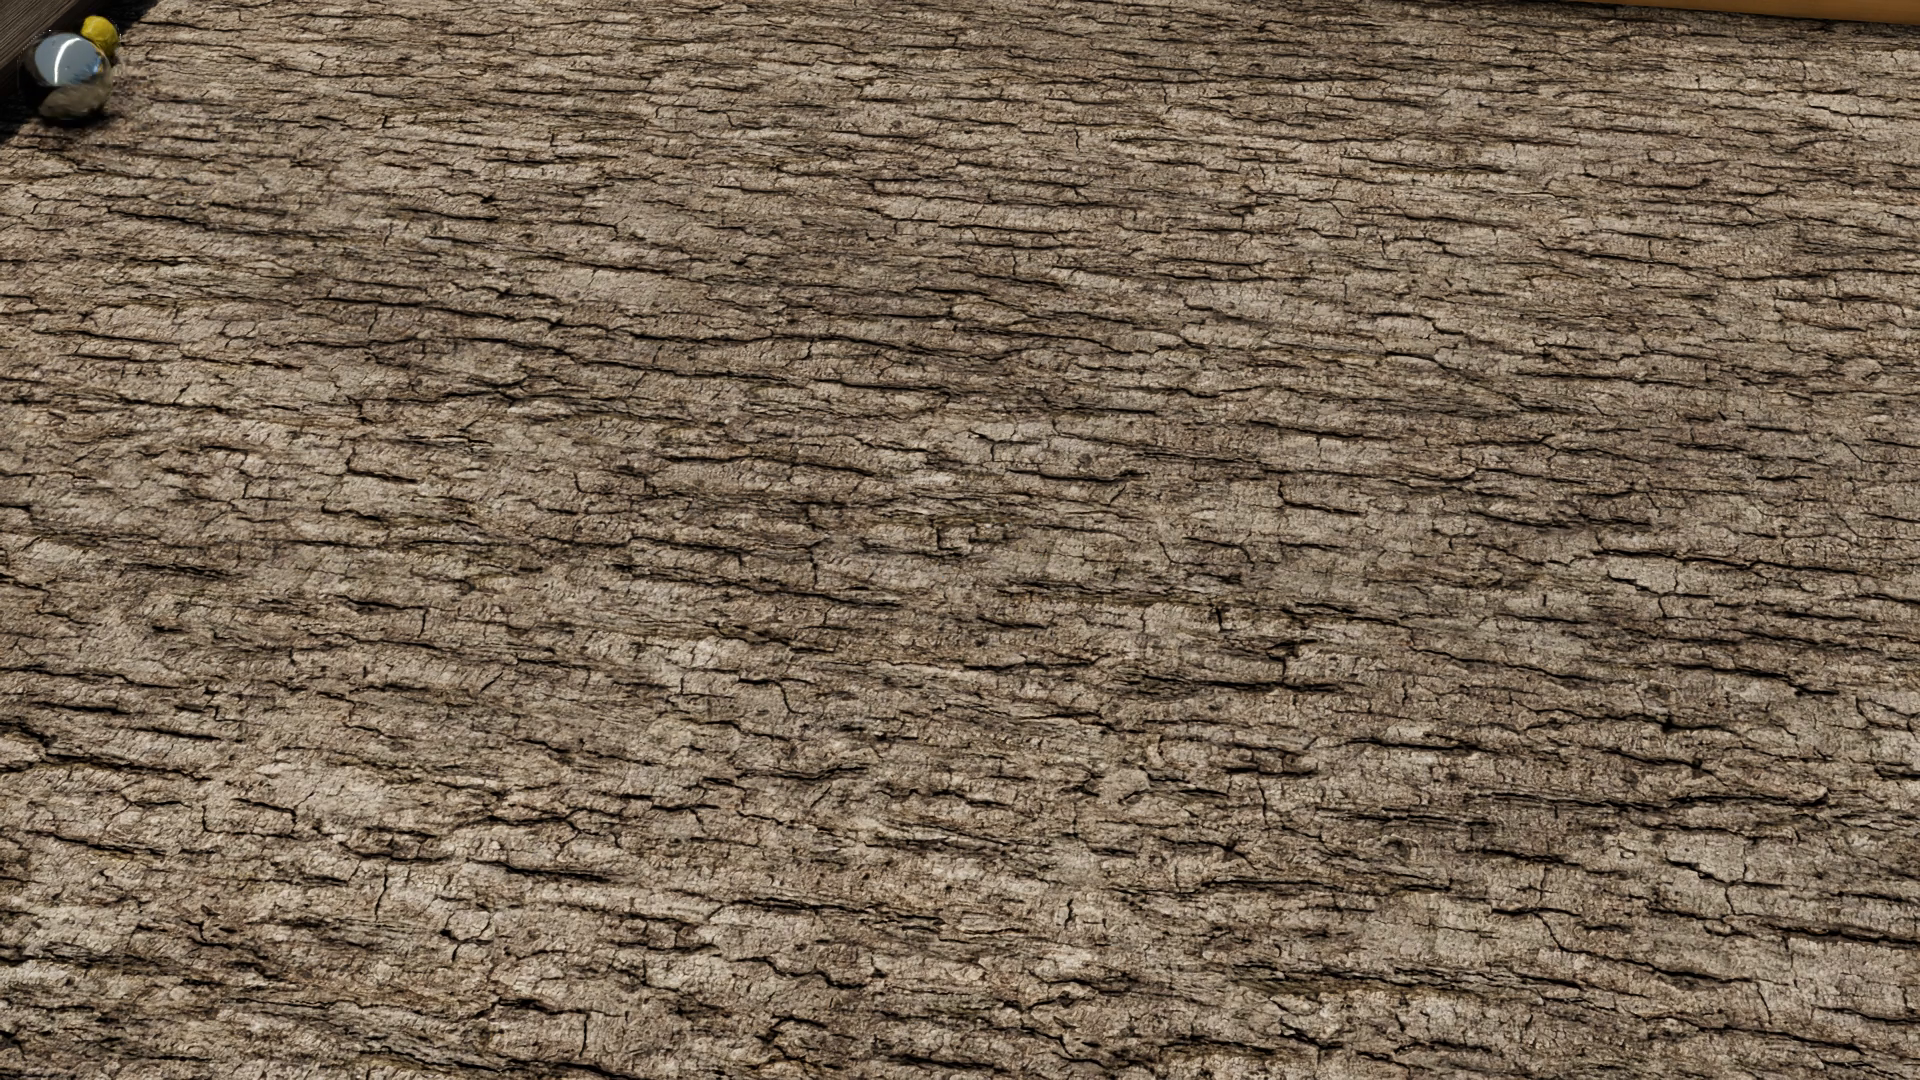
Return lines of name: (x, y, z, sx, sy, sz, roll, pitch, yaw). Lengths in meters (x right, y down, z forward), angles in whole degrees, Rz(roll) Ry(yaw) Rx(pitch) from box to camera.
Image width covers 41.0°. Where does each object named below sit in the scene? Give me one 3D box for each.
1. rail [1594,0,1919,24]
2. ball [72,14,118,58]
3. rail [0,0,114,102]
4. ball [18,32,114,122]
rail: (1.206, -0.528, 2.483, 4.119, 0.119, 0.045, 6, 36, 8)
ball: (-0.841, -0.488, 2.493, 0.044, 0.044, 0.044, 0, 35, 0)
rail: (-0.990, -0.122, 1.905, 0.045, 0.119, 2.217, 6, 36, 8)
ball: (-0.827, -0.428, 2.374, 0.083, 0.083, 0.083, 0, 35, 0)
